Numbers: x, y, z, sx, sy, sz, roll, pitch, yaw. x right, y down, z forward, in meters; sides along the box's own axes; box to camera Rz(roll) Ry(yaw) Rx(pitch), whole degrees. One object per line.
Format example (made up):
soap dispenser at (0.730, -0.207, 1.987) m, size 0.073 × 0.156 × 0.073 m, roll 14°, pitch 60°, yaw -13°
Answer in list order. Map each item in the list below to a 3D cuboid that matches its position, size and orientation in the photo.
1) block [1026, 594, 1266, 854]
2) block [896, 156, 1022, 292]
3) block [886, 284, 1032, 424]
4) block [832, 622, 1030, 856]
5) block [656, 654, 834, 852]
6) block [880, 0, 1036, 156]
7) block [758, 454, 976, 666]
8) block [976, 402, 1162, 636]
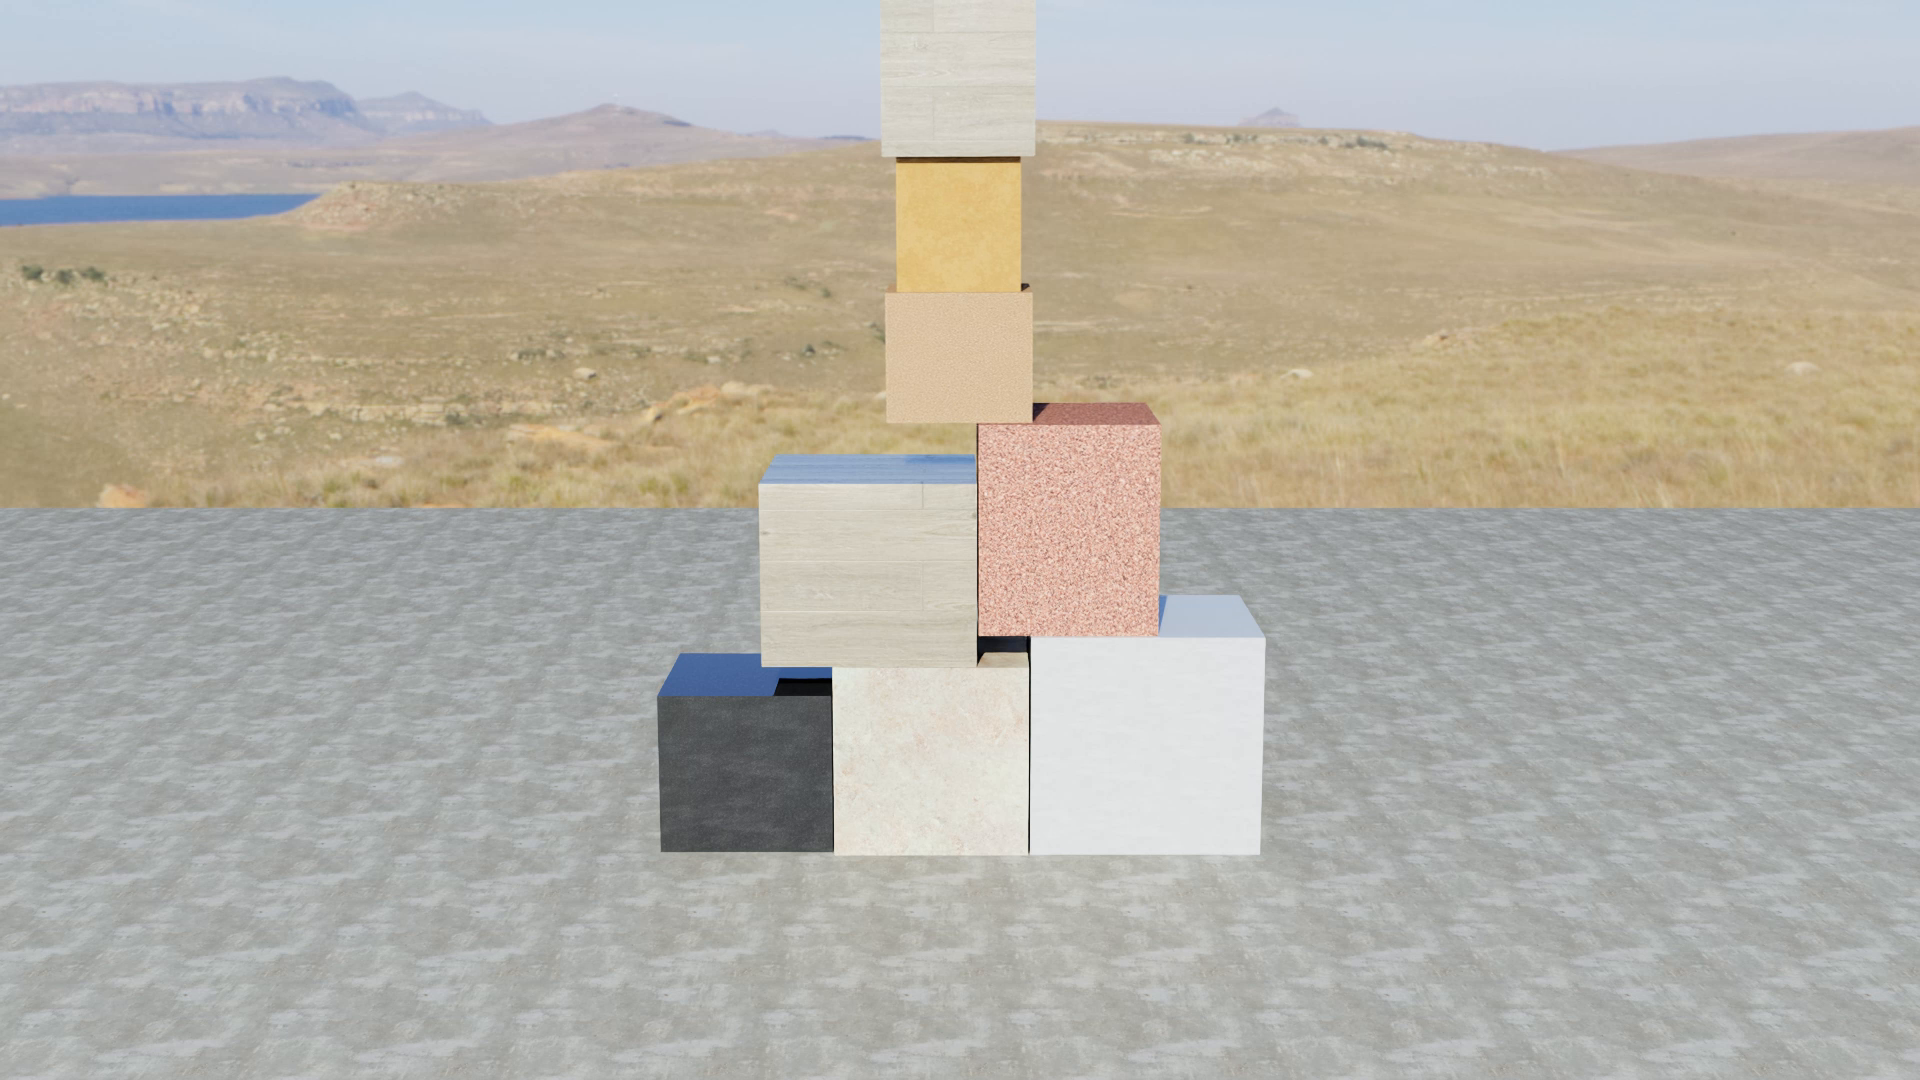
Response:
block at (0.921, 0.930, 11.357) m, size 1.146 × 1.107 × 1.025 m, roll 0°, pitch 10°, yaw 0°
block at (-0.007, -1.572, 10.883) m, size 0.600 × 0.647 × 0.587 m, roll 0°, pitch 10°, yaw 0°
block at (-0.004, -0.943, 10.993) m, size 0.711 × 0.630 × 0.703 m, roll 0°, pitch 10°, yaw 0°
block at (-0.143, 1.002, 11.380) m, size 0.963 × 0.957 × 1.068 m, roll 0°, pitch 10°, yaw 0°
block at (-1.064, 1.083, 11.366) m, size 0.860 × 0.803 × 0.919 m, roll 0°, pitch 10°, yaw 0°
block at (-0.009, -2.269, 10.762) m, size 0.732 × 0.767 × 0.722 m, roll 0°, pitch 10°, yaw 0°
block at (-0.446, 0.085, 11.209) m, size 1.055 × 0.908 × 1.016 m, roll 0°, pitch 10°, yaw 0°
block at (0.531, -0.125, 11.156) m, size 0.882 × 1.041 × 0.926 m, roll 0°, pitch 10°, yaw 0°
